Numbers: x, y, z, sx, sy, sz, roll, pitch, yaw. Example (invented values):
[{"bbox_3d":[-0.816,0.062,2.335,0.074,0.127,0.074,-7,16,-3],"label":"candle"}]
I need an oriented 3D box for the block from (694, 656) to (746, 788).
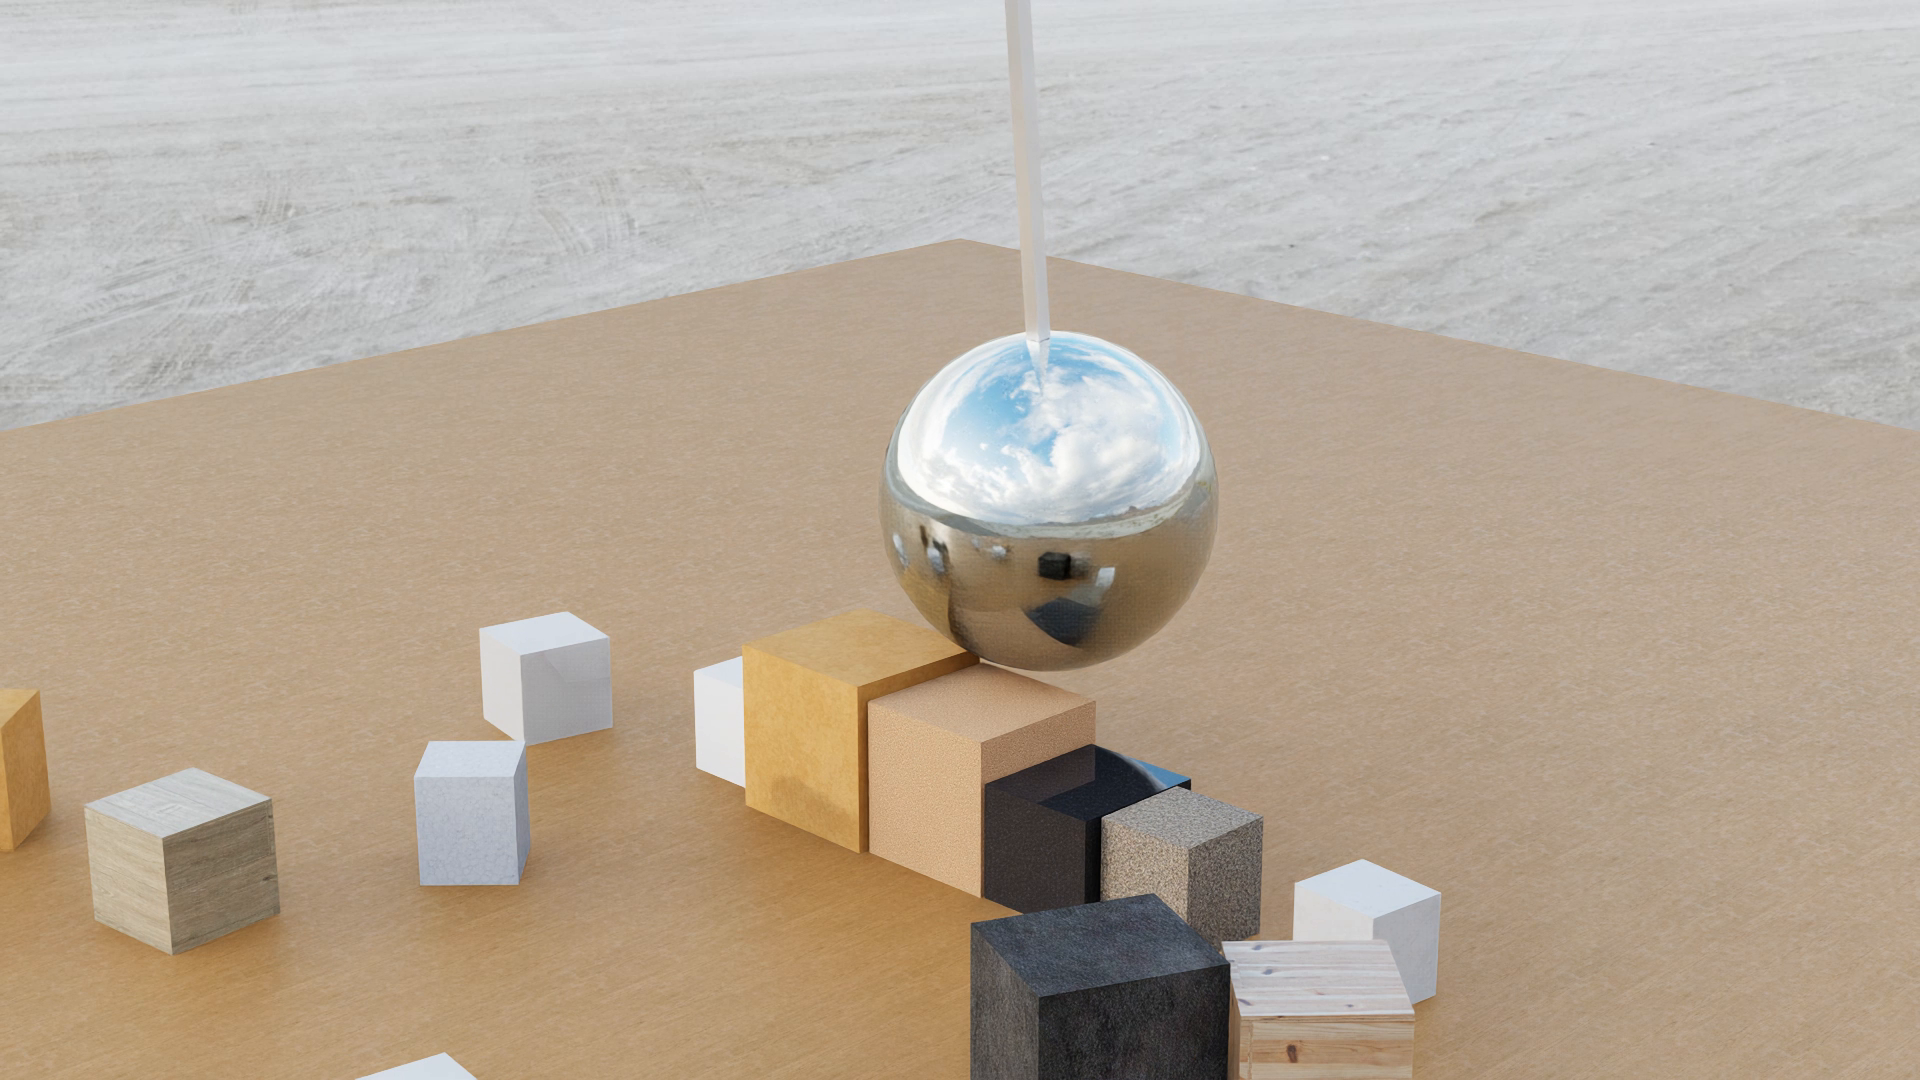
[{"bbox_3d":[-0.944,0.899,14.625,0.524,0.516,0.542,-17,24,-42],"label":"block"}]

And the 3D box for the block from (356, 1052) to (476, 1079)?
[{"bbox_3d":[-1.979,2.221,10.490,0.578,0.473,0.502,-12,21,-34],"label":"block"}]

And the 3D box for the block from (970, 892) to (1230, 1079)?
[{"bbox_3d":[0.523,1.871,11.162,0.771,0.738,0.679,-7,19,-20],"label":"block"}]

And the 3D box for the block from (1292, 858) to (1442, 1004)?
[{"bbox_3d":[1.695,1.669,12.256,0.404,0.466,0.447,-14,22,-37],"label":"block"}]

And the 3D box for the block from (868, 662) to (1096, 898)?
[{"bbox_3d":[0.101,1.097,13.600,0.730,0.751,0.756,17,24,42],"label":"block"}]

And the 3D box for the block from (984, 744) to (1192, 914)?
[{"bbox_3d":[0.573,1.340,13.159,0.698,0.553,0.606,-17,24,-42],"label":"block"}]

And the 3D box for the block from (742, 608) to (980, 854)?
[{"bbox_3d":[-0.473,0.898,14.107,0.789,0.828,0.818,-16,24,-42],"label":"block"}]

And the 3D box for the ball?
[{"bbox_3d":[0.414,-0.182,13.719,1.600,1.600,1.600,0,17,0],"label":"ball"}]

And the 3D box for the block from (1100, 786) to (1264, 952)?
[{"bbox_3d":[0.964,1.461,12.777,0.491,0.551,0.503,16,24,42],"label":"block"}]

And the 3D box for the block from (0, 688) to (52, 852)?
[{"bbox_3d":[-4.694,1.082,13.874,0.563,0.617,0.515,1,17,3],"label":"block"}]

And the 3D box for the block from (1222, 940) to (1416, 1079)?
[{"bbox_3d":[1.329,1.946,11.055,0.634,0.658,0.632,0,17,-2],"label":"block"}]

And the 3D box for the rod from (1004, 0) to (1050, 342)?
[{"bbox_3d":[0.180,-3.340,12.480,0.080,5.200,0.080,17,30,42],"label":"rod"}]

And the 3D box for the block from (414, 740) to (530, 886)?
[{"bbox_3d":[-2.236,1.252,13.479,0.447,0.529,0.441,0,17,-1],"label":"block"}]

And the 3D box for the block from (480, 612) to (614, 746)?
[{"bbox_3d":[-2.151,0.716,15.237,0.505,0.497,0.492,-11,21,-32],"label":"block"}]

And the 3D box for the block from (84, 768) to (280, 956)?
[{"bbox_3d":[-3.429,1.409,12.942,0.570,0.551,0.575,14,22,38],"label":"block"}]
